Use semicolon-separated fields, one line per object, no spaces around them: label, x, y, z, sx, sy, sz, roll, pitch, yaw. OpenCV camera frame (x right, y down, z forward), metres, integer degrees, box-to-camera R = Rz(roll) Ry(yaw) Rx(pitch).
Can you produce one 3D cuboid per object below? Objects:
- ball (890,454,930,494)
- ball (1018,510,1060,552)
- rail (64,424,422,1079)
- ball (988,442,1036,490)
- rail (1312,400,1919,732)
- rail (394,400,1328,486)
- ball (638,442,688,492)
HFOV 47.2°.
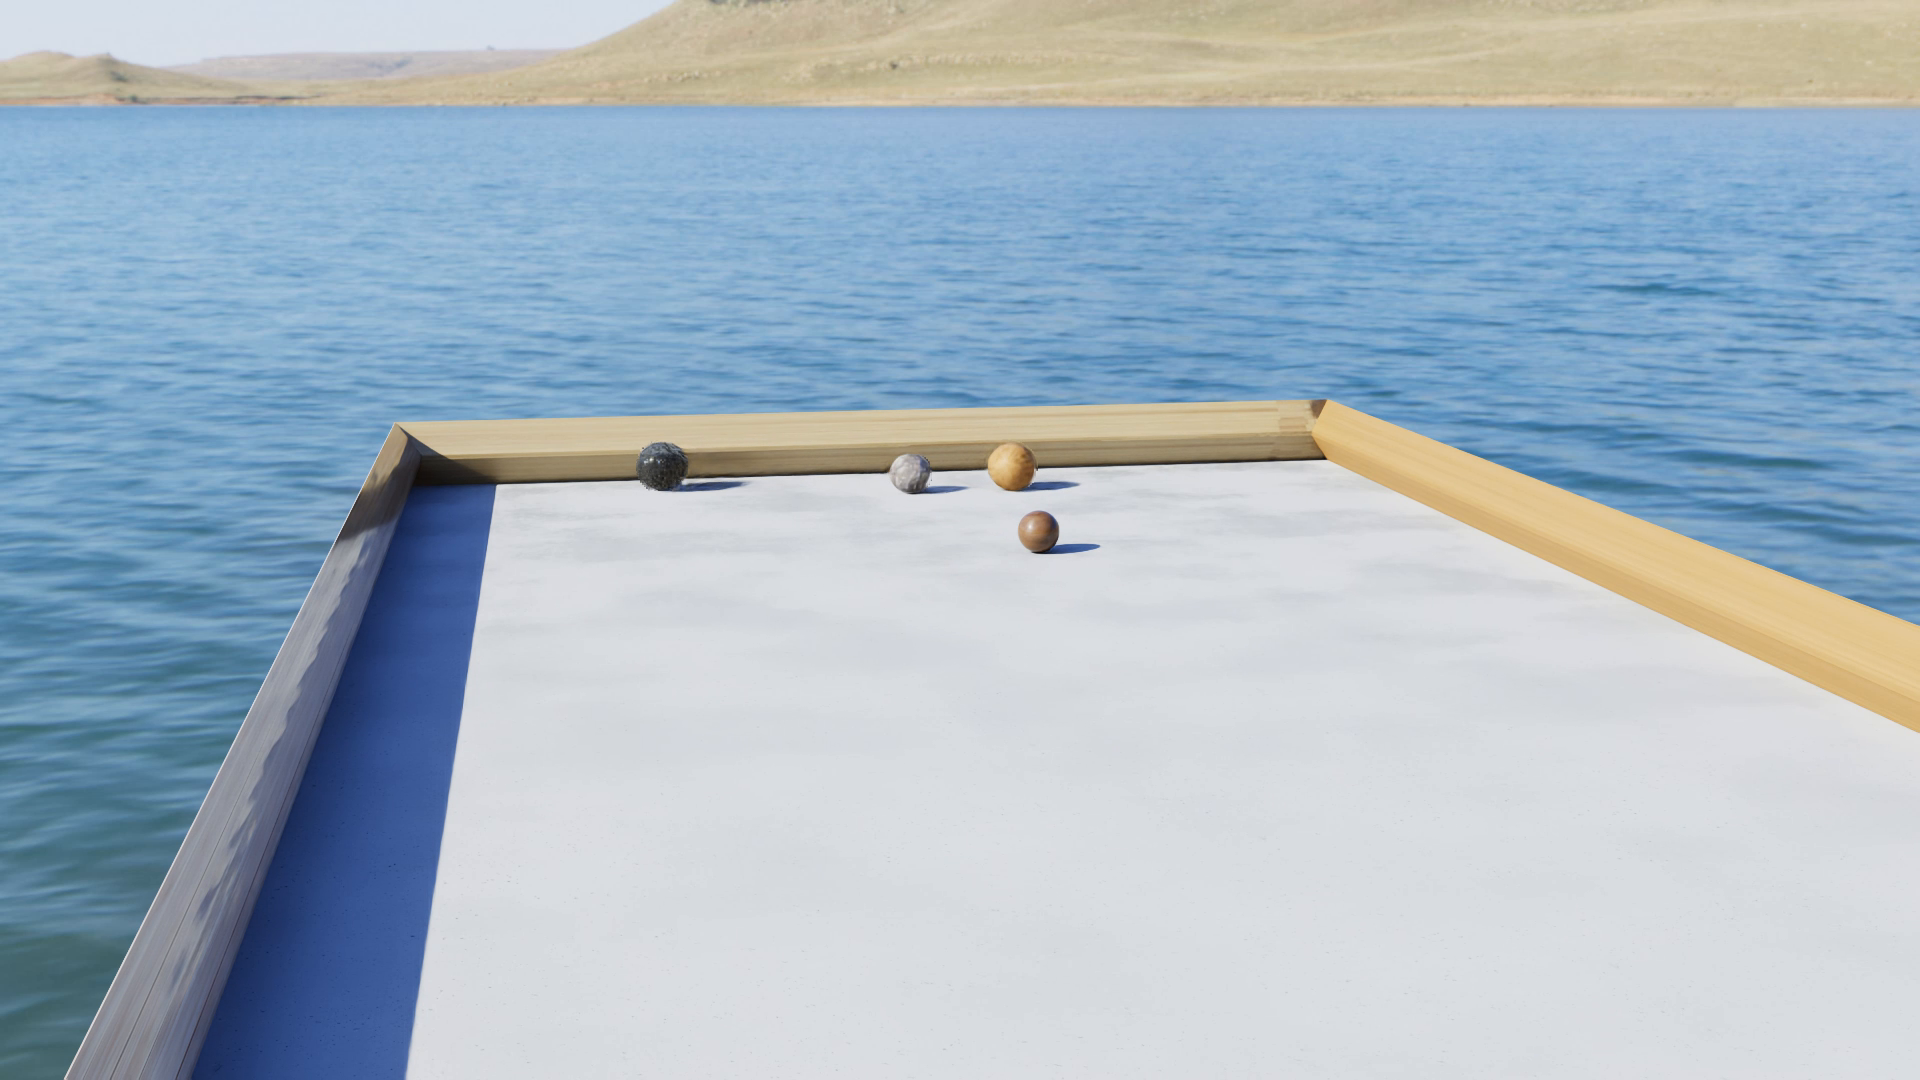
ball;-0.083;-0.110;3.621;0.066;0.066;0.066;0;11;0
ball;0.113;-0.012;3.143;0.061;0.061;0.061;0;11;0
rail;-0.640;0.160;2.153;0.045;0.107;3.177;-2;11;-10
ball;0.085;-0.122;3.649;0.079;0.079;0.079;0;11;0
rail;0.922;0.105;2.429;0.045;0.107;3.177;-2;11;-10
rail;-0.137;-0.168;3.801;1.634;0.107;0.045;-2;11;-10
ball;-0.492;-0.122;3.643;0.082;0.082;0.082;0;11;0
